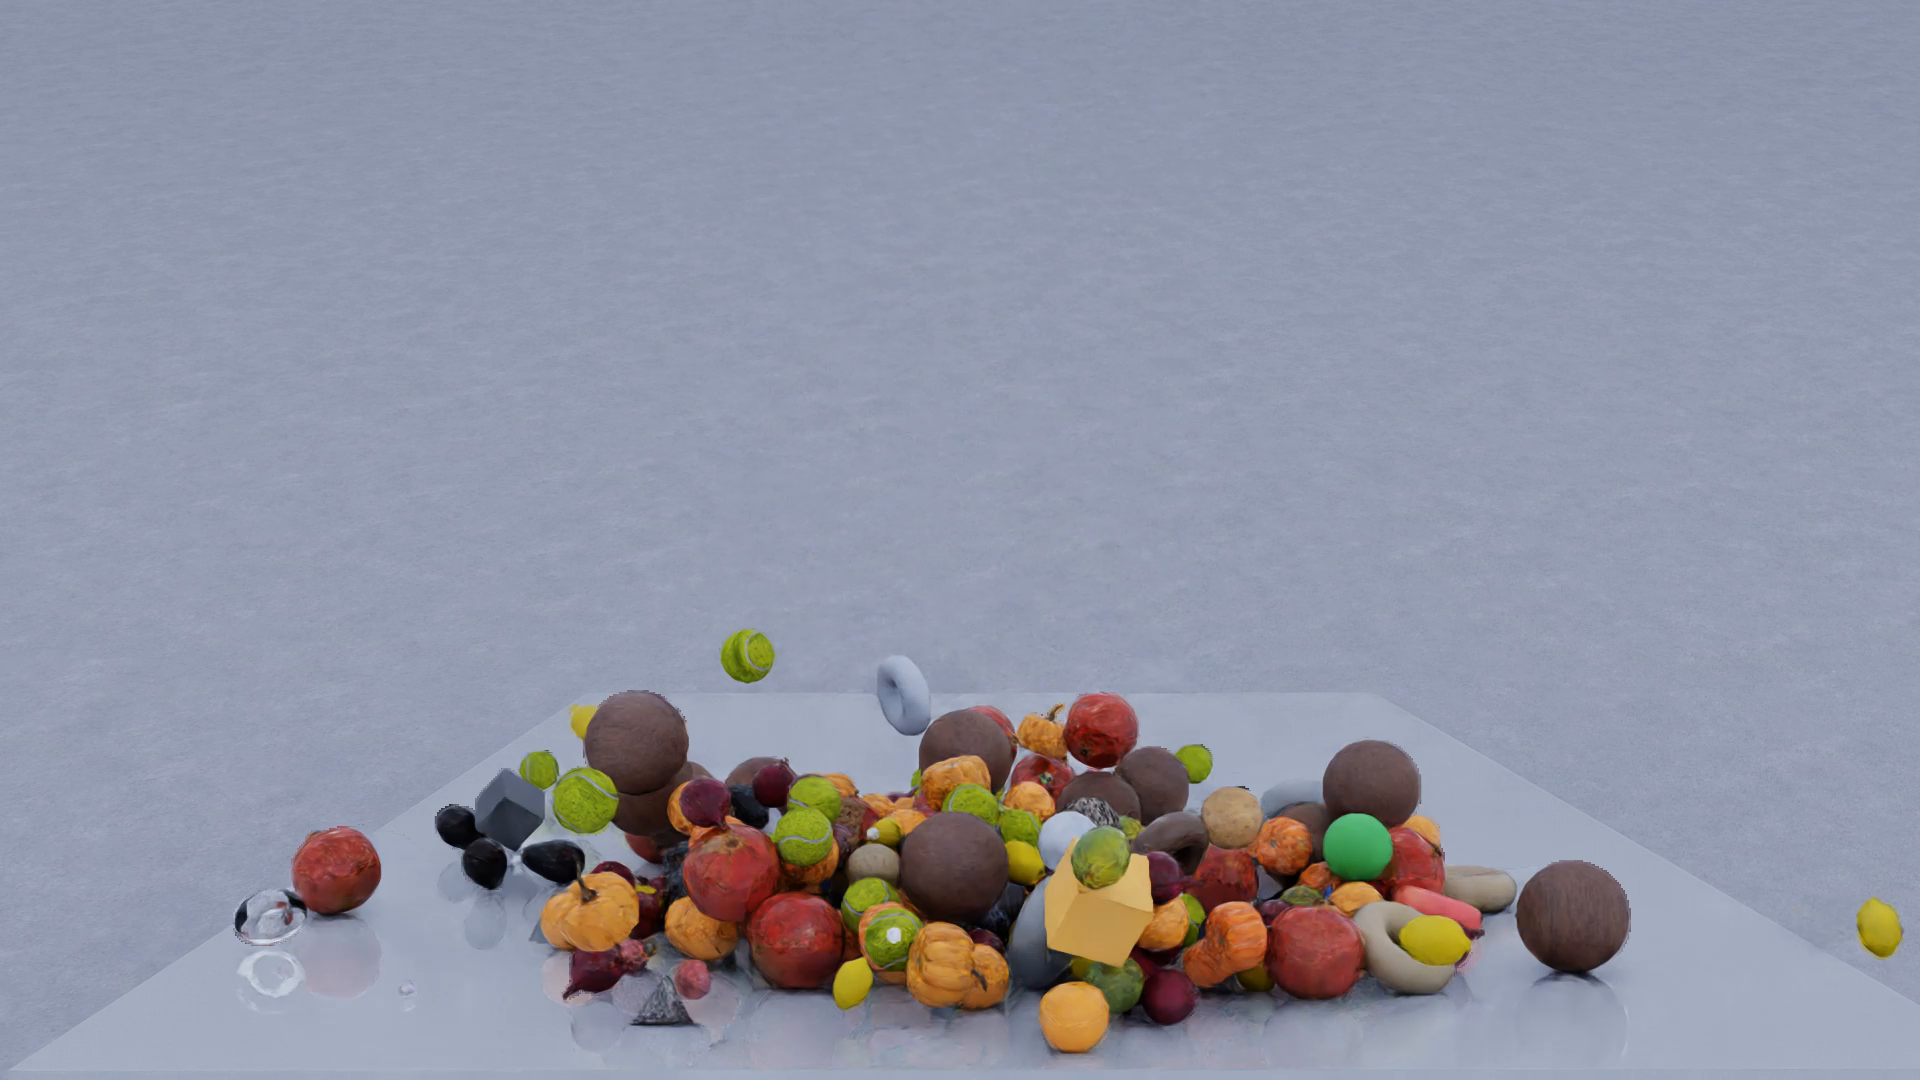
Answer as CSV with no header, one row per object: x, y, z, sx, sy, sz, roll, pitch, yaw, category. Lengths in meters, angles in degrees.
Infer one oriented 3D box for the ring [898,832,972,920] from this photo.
-0.031,0.414,3.170,0.042,0.125,0.125,-37,30,-1,ring

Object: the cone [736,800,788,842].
-0.326,0.456,3.977,0.085,0.085,0.085,-30,10,29,cone

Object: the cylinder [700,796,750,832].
-0.378,0.442,4.149,0.056,0.056,0.056,1,22,30,cylinder

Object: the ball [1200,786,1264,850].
0.331,0.339,3.138,0.077,0.077,0.077,0,24,0,ball

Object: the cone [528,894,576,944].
-0.512,0.471,3.235,0.059,0.059,0.059,0,2,0,cone

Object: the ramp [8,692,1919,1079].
0.056,0.506,4.550,2.000,0.100,4.000,0,2,0,ramp

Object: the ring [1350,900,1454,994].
0.504,0.464,2.937,0.130,0.043,0.130,19,31,-12,ring

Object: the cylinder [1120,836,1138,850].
0.269,0.452,3.644,0.065,0.065,0.065,-22,12,-40,cylinder

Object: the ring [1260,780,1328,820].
0.553,0.430,4.265,0.114,0.114,0.038,-5,63,-11,ring

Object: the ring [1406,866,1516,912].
0.672,0.468,3.458,0.148,0.049,0.148,-1,1,0,ring

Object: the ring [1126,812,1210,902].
0.239,0.377,3.046,0.134,0.134,0.045,-19,51,-36,ring

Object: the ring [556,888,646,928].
-0.468,0.478,3.345,0.120,0.040,0.120,1,2,0,ring

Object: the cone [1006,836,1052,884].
0.089,0.469,3.639,0.074,0.074,0.074,7,30,15,cone

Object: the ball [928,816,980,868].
-0.009,0.443,3.794,0.076,0.076,0.076,0,24,0,ball

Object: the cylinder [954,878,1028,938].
0.038,0.463,3.227,0.075,0.075,0.075,0,24,-16,cylinder

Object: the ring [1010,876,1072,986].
0.101,0.445,2.939,0.046,0.137,0.137,20,30,25,ring

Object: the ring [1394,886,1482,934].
0.605,0.469,3.263,0.114,0.038,0.114,18,-2,1,ring

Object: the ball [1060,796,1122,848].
0.172,0.391,3.458,0.091,0.091,0.091,0,24,0,ball

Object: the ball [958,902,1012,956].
0.031,0.472,3.121,0.065,0.065,0.065,0,24,0,ball

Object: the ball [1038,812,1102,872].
0.124,0.343,2.914,0.073,0.073,0.073,0,24,0,ball

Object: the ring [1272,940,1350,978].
0.413,0.492,3.028,0.093,0.031,0.093,-1,3,0,ring

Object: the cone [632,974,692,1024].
-0.326,0.504,2.754,0.059,0.059,0.059,-28,31,-10,cone

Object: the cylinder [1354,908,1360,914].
0.508,0.477,3.138,0.054,0.054,0.054,0,24,5,cylinder

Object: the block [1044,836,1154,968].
0.146,0.383,2.726,0.085,0.085,0.085,17,34,-13,block

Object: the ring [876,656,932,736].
-0.078,0.217,3.585,0.039,0.116,0.116,-16,29,-27,ring

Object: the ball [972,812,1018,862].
0.049,0.442,3.843,0.075,0.075,0.075,0,24,0,ball

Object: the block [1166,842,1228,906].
0.317,0.440,3.475,0.074,0.074,0.074,0,40,-3,block

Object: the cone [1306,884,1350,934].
0.472,0.468,3.293,0.060,0.060,0.060,0,2,0,cone

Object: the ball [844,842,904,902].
-0.104,0.401,3.104,0.071,0.071,0.071,0,24,0,ball

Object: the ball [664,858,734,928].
-0.335,0.453,3.308,0.091,0.091,0.091,0,24,0,ball

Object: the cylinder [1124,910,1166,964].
0.213,0.472,3.063,0.060,0.060,0.060,0,-7,0,cylinder

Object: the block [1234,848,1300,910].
0.411,0.455,3.458,0.053,0.053,0.053,-35,9,-10,block

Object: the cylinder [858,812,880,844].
-0.168,0.443,3.895,0.070,0.070,0.070,1,22,30,cylinder

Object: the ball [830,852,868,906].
-0.129,0.422,3.217,0.068,0.068,0.068,0,24,0,ball

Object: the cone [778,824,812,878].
-0.199,0.420,3.697,0.093,0.093,0.093,10,41,21,cone

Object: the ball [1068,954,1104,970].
0.149,0.471,3.035,0.070,0.070,0.070,0,24,0,ball

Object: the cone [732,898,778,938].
-0.266,0.488,3.245,0.054,0.054,0.054,-28,33,-16,cone

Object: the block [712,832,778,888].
-0.304,0.454,3.656,0.065,0.065,0.065,1,2,35,block

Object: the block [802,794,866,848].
-0.161,0.360,3.305,0.059,0.059,0.059,9,-6,13,block

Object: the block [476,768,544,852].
-0.684,0.411,3.916,0.073,0.073,0.073,35,19,-25,block

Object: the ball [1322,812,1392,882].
0.508,0.393,3.293,0.089,0.089,0.089,0,24,0,ball
